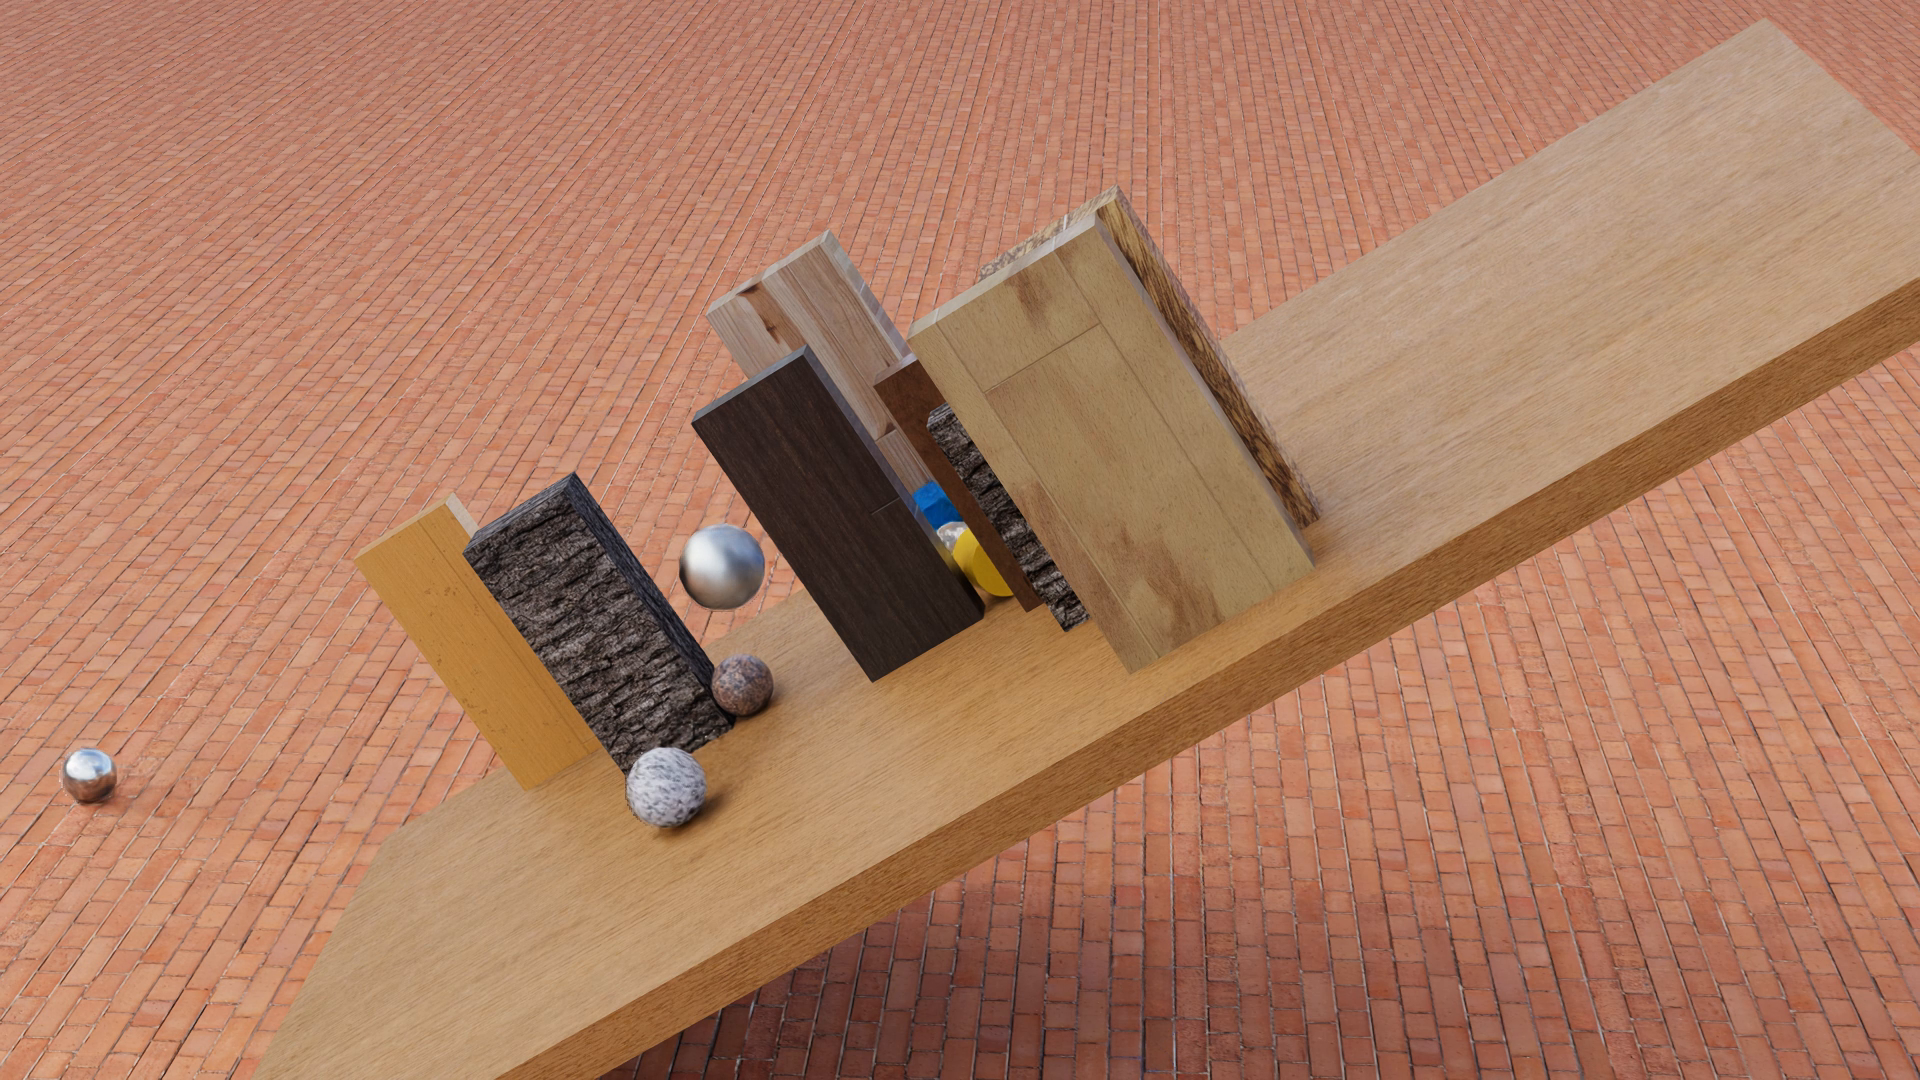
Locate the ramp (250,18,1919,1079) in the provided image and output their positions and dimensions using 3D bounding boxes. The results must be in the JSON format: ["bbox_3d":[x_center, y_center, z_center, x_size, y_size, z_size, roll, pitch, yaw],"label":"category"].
[{"bbox_3d":[0.140,0.170,6.294,4.000,0.100,2.000,-31,15,14],"label":"ramp"}]

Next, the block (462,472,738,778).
[{"bbox_3d":[-0.810,0.205,6.696,0.279,0.670,0.144,-31,15,14],"label":"block"}]

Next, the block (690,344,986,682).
[{"bbox_3d":[-0.256,-0.052,6.279,0.287,0.694,0.082,-31,15,14],"label":"block"}]

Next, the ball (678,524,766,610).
[{"bbox_3d":[-0.534,0.061,6.594,0.195,0.195,0.195,0,20,0],"label":"ball"}]

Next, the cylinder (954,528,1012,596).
[{"bbox_3d":[0.076,0.040,6.356,0.146,0.146,0.146,-6,8,-16],"label":"cylinder"}]

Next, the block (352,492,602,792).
[{"bbox_3d":[-1.147,0.252,7.173,0.280,0.715,0.083,-31,15,14],"label":"block"}]

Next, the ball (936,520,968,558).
[{"bbox_3d":[0.000,0.032,6.535,0.150,0.150,0.150,0,20,0],"label":"ball"}]

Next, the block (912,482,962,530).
[{"bbox_3d":[-0.072,0.004,6.711,0.181,0.181,0.181,-35,15,-4],"label":"block"}]

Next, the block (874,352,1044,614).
[{"bbox_3d":[0.125,-0.178,6.080,0.338,0.584,0.087,-31,15,14],"label":"block"}]

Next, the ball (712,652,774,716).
[{"bbox_3d":[-0.493,0.327,6.674,0.142,0.142,0.142,0,20,0],"label":"ball"}]

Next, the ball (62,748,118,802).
[{"bbox_3d":[-2.389,0.644,8.072,0.148,0.148,0.148,0,20,0],"label":"ball"}]

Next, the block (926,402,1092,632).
[{"bbox_3d":[0.185,-0.099,5.851,0.260,0.509,0.101,-31,15,14],"label":"block"}]

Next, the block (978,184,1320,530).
[{"bbox_3d":[0.363,-0.280,5.596,0.305,0.736,0.119,-31,15,14],"label":"block"}]

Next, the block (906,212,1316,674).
[{"bbox_3d":[0.280,-0.170,5.379,0.399,0.762,0.105,-31,15,14],"label":"block"}]

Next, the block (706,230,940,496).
[{"bbox_3d":[-0.227,-0.299,6.813,0.330,0.781,0.115,-31,15,14],"label":"block"}]

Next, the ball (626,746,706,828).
[{"bbox_3d":[-0.626,0.527,6.276,0.171,0.171,0.171,0,20,0],"label":"ball"}]
